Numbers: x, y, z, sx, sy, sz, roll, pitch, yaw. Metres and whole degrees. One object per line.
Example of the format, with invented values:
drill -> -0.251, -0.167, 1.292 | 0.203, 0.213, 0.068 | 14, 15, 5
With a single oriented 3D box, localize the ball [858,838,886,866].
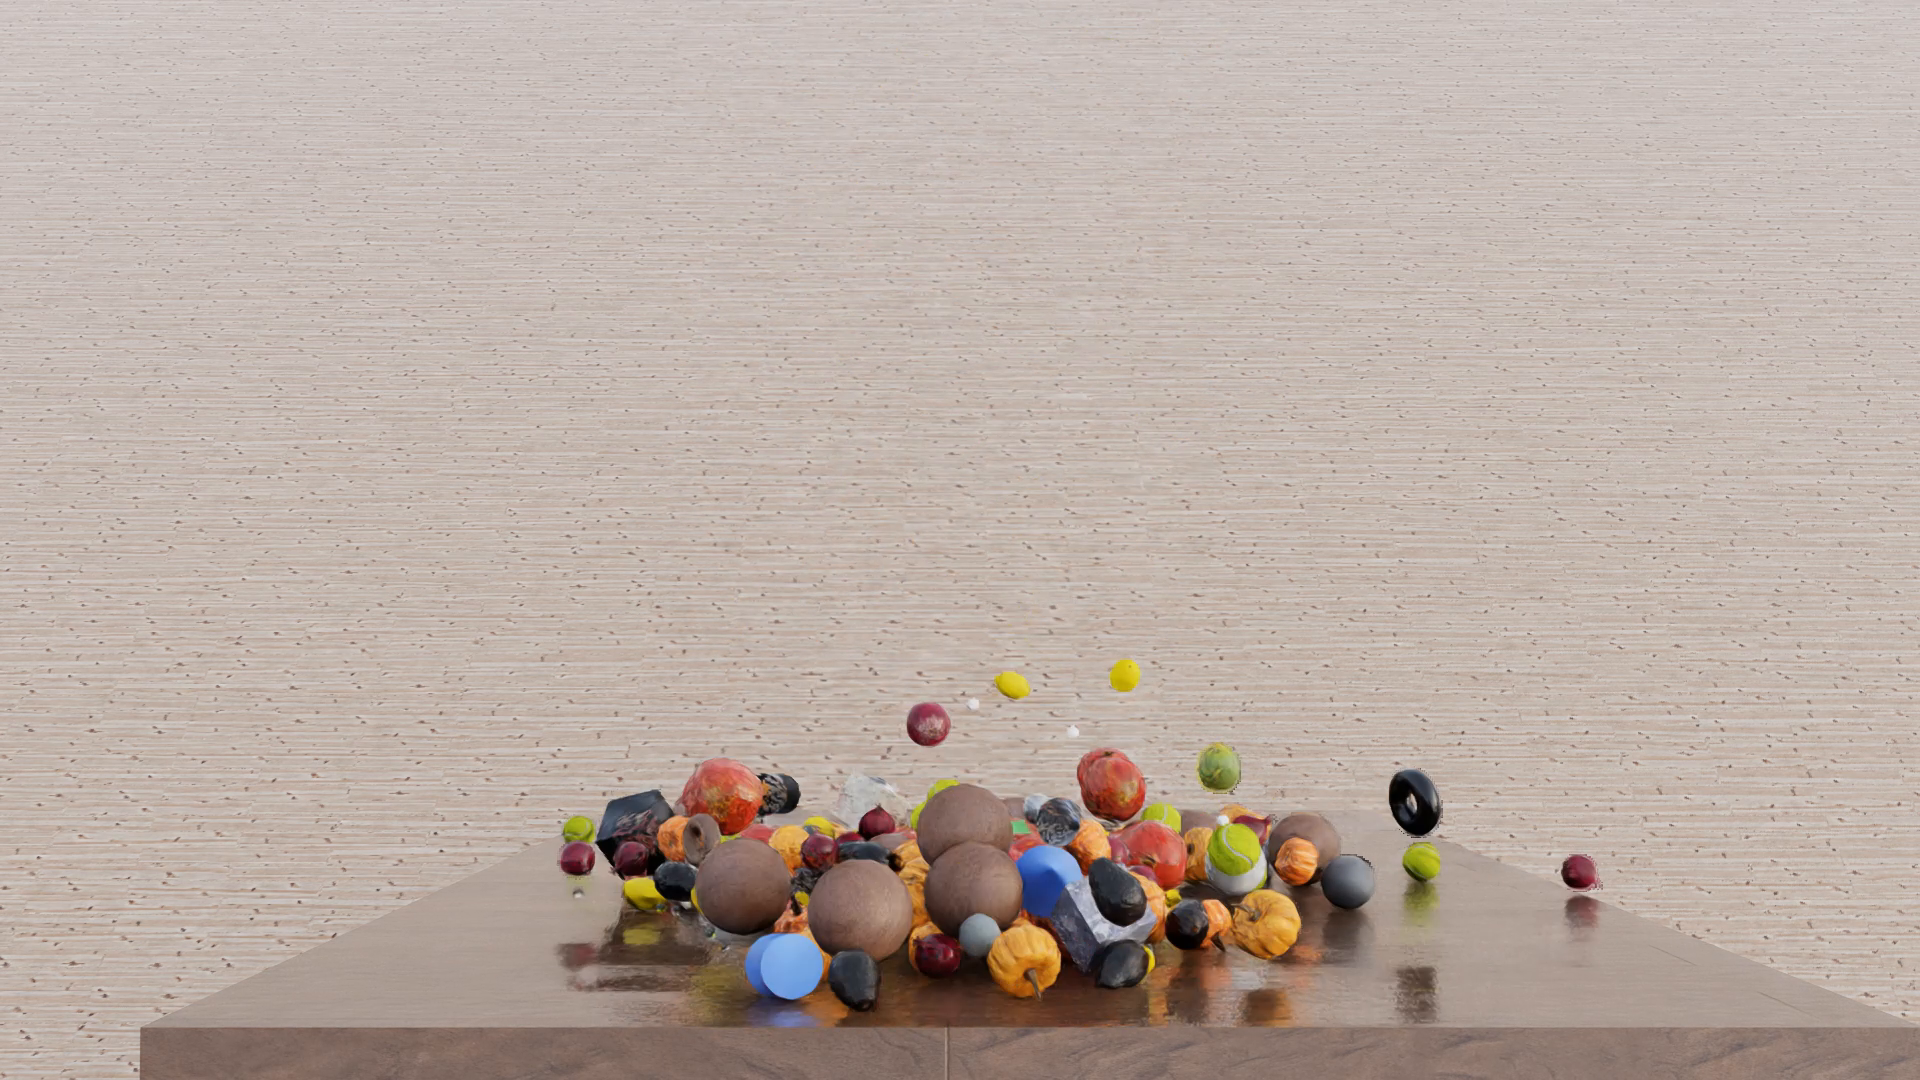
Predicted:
ball -> -0.171, 0.611, 5.090 | 0.056, 0.056, 0.056 | 0, 37, 0

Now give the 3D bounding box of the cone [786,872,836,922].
cone -> -0.250, 0.577, 4.083 | 0.086, 0.086, 0.086 | 16, 54, -23

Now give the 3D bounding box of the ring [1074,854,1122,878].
ring -> 0.229, 0.599, 4.715 | 0.146, 0.049, 0.146 | 1, -3, 0

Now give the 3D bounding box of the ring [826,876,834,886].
ring -> -0.265, 0.603, 4.580 | 0.087, 0.029, 0.087 | 0, -4, 0

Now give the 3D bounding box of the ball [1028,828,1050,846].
ball -> 0.133, 0.589, 4.929 | 0.086, 0.086, 0.086 | 0, 37, 0

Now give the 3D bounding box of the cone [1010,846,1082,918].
cone -> 0.117, 0.438, 3.406 | 0.096, 0.096, 0.096 | 1, 72, -2

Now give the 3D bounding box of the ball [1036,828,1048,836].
ball -> 0.141, 0.602, 5.108 | 0.075, 0.075, 0.075 | 0, 37, 0

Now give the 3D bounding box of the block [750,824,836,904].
block -> -0.275, 0.536, 4.290 | 0.091, 0.091, 0.091 | -25, 84, -23

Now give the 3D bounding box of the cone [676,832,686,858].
cone -> -0.572, 0.618, 5.340 | 0.063, 0.063, 0.063 | 0, -2, 0

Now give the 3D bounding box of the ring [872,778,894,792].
ring -> -0.185, 0.588, 5.714 | 0.044, 0.132, 0.132 | 1, 30, -36

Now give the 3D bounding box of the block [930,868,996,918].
block -> 0.005, 0.554, 4.066 | 0.064, 0.064, 0.064 | 23, -13, -27

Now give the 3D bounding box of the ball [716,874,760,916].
ball -> -0.353, 0.564, 4.138 | 0.068, 0.068, 0.068 | 0, 37, 0

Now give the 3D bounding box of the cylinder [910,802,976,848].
cylinder -> -0.037, 0.608, 5.513 | 0.098, 0.098, 0.098 | 33, 19, 36

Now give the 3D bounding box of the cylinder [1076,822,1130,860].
cylinder -> 0.287, 0.601, 5.195 | 0.077, 0.077, 0.077 | -9, 23, 44

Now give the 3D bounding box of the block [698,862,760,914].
block -> -0.376, 0.566, 4.236 | 0.074, 0.074, 0.074 | 1, -3, -31

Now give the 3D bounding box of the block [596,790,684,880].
block -> -0.550, 0.507, 4.474 | 0.099, 0.099, 0.099 | -15, 35, 20

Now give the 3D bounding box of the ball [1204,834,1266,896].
ball -> 0.432, 0.509, 4.079 | 0.097, 0.097, 0.097 | 0, 37, 0

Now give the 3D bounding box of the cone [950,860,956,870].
cone -> -0.035, 0.614, 4.849 | 0.054, 0.054, 0.054 | 2, 10, 3

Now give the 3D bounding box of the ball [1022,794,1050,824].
ball -> 0.143, 0.493, 4.762 | 0.056, 0.056, 0.056 | 0, 37, 0

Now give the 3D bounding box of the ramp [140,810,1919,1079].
ramp -> 0.081, 0.682, 4.913 | 2.000, 0.100, 4.000 | 0, -2, 0

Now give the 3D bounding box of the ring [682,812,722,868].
ring -> -0.373, 0.434, 3.755 | 0.027, 0.080, 0.080 | 4, 28, -39

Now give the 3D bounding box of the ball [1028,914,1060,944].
ball -> 0.124, 0.556, 3.739 | 0.052, 0.052, 0.052 | 0, 37, 0

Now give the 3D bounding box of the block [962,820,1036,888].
block -> 0.077, 0.560, 4.631 | 0.089, 0.089, 0.089 | -28, -14, 22

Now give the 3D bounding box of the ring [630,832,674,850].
ring -> -0.659, 0.644, 5.568 | 0.097, 0.032, 0.097 | -1, -3, 0

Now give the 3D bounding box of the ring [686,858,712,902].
ring -> -0.417, 0.535, 4.162 | 0.029, 0.088, 0.088 | -12, 38, -15

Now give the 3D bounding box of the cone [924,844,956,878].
cone -> -0.060, 0.573, 4.823 | 0.077, 0.077, 0.077 | -29, 31, 19

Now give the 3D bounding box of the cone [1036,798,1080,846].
cone -> 0.142, 0.369, 3.375 | 0.065, 0.065, 0.065 | -18, 8, -22

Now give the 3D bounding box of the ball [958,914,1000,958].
ball -> 0.024, 0.497, 3.269 | 0.054, 0.054, 0.054 | 0, 37, 0

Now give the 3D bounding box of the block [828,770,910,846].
block -> -0.165, 0.491, 4.770 | 0.088, 0.088, 0.088 | 29, 87, 44

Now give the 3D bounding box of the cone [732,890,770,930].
cone -> -0.333, 0.577, 3.976 | 0.064, 0.064, 0.064 | 21, 50, -27

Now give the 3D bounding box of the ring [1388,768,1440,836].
ring -> 0.776, 0.447, 4.443 | 0.039, 0.117, 0.117 | -12, 38, -27

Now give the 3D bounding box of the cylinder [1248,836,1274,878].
cylinder -> 0.536, 0.588, 4.807 | 0.079, 0.079, 0.079 | -4, 35, 13

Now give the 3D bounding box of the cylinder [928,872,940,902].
cylinder -> -0.018, 0.580, 4.317 | 0.053, 0.053, 0.053 | -2, 32, 30

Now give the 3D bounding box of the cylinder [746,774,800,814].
cylinder -> -0.303, 0.412, 4.215 | 0.065, 0.065, 0.065 | 18, 2, 23

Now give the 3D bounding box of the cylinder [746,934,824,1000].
cylinder -> -0.214, 0.516, 3.152 | 0.077, 0.077, 0.077 | -16, -2, -20

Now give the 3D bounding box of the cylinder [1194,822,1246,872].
cylinder -> 0.495, 0.583, 4.904 | 0.096, 0.096, 0.096 | 9, -1, 11

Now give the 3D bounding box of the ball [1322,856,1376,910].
ball -> 0.635, 0.560, 4.254 | 0.087, 0.087, 0.087 | 0, 37, 0

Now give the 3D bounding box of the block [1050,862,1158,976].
block -> 0.184, 0.488, 3.351 | 0.089, 0.089, 0.089 | -18, 60, -25

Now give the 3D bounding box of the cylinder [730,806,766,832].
cylinder -> -0.491, 0.646, 6.014 | 0.059, 0.059, 0.059 | 35, 16, 37

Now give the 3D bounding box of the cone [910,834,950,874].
cone -> -0.069, 0.565, 4.560 | 0.074, 0.074, 0.074 | 21, 38, 26
